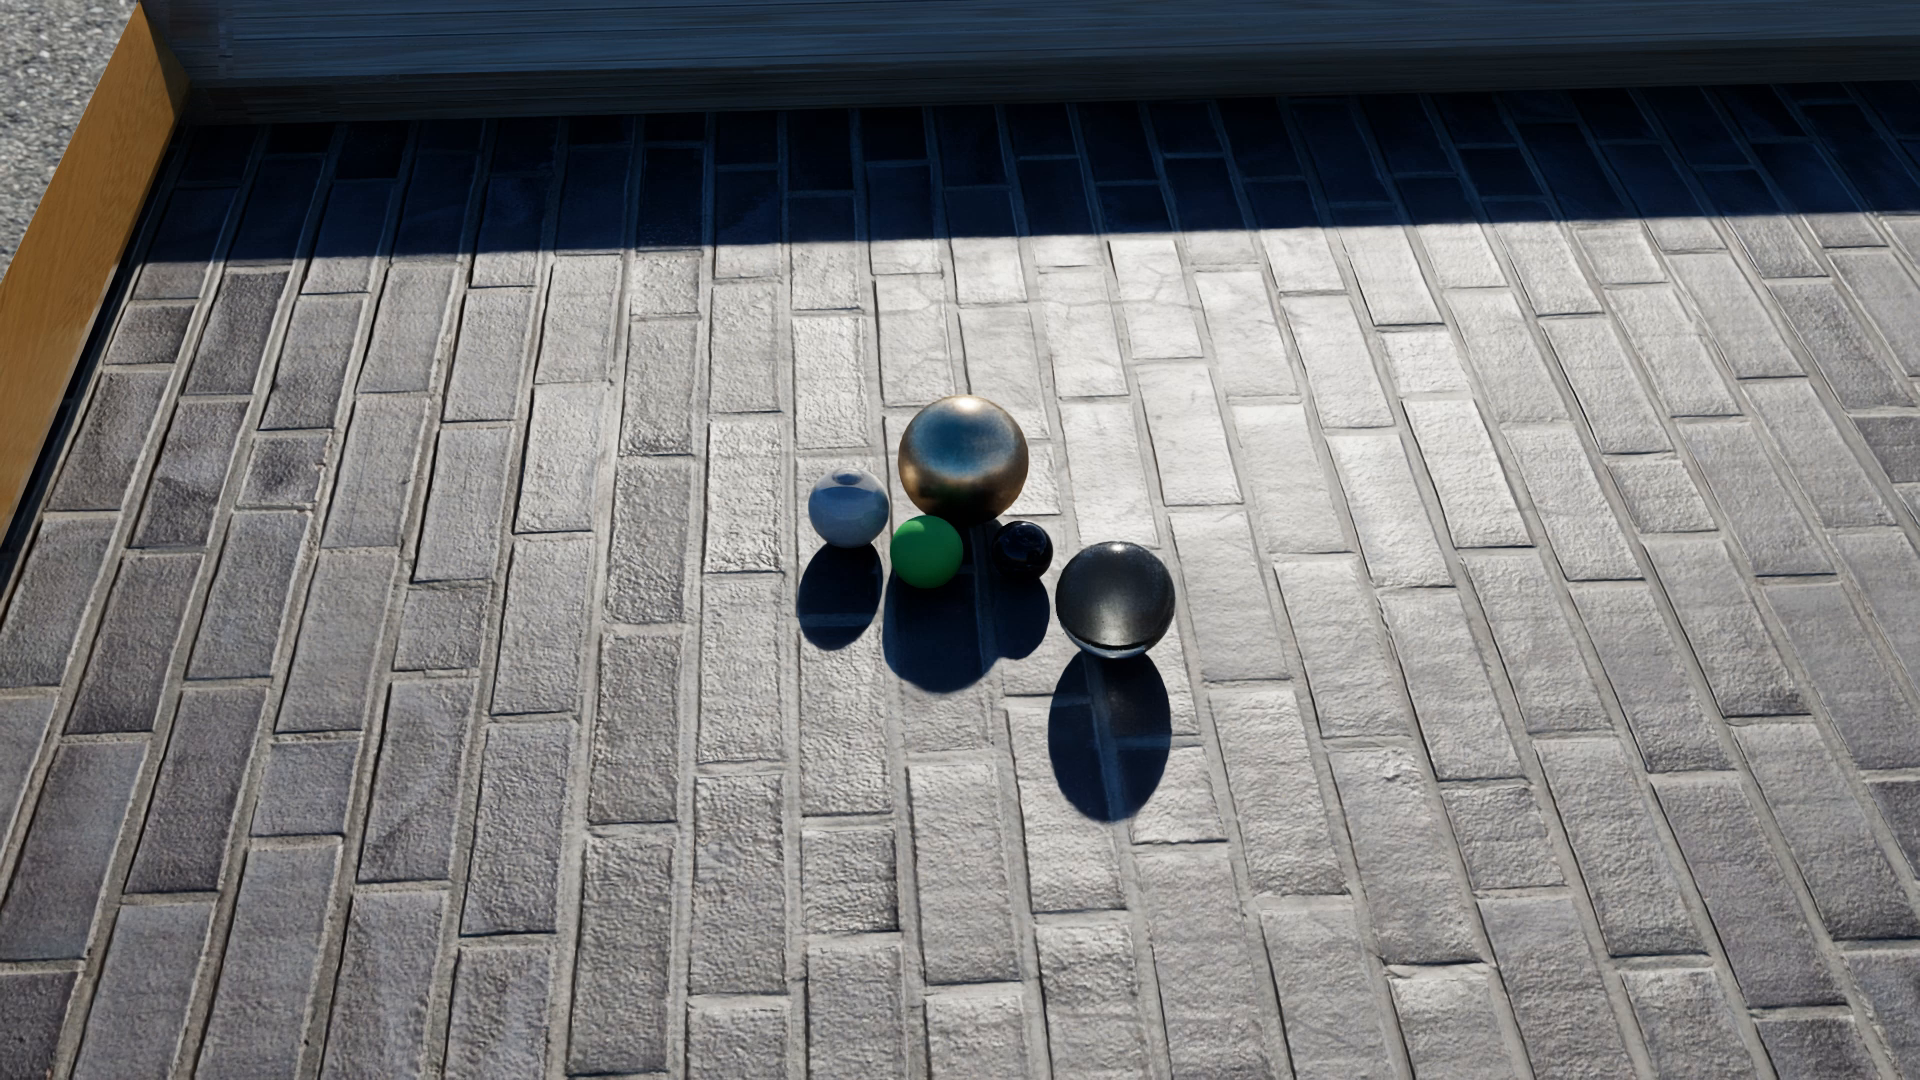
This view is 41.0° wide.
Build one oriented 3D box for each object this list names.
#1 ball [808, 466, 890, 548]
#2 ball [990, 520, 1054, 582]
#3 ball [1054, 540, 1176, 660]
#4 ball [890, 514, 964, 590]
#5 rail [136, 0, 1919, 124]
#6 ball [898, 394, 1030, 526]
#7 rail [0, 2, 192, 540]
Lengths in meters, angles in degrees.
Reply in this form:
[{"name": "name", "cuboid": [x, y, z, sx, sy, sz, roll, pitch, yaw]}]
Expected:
[{"name": "ball", "cuboid": [-0.078, -0.023, 1.797, 0.058, 0.058, 0.058, 0, 36, 0]}, {"name": "ball", "cuboid": [0.043, 0.008, 1.767, 0.044, 0.044, 0.044, 0, 36, 0]}, {"name": "ball", "cuboid": [0.102, 0.039, 1.691, 0.080, 0.080, 0.080, 0, 36, 0]}, {"name": "ball", "cuboid": [-0.023, 0.008, 1.759, 0.051, 0.051, 0.051, 0, 36, 0]}, {"name": "rail", "cuboid": [0.642, -0.464, 2.357, 2.746, 0.121, 0.045, -2, 36, -3]}, {"name": "ball", "cuboid": [0.002, -0.056, 1.813, 0.093, 0.093, 0.093, 0, 36, 0]}, {"name": "rail", "cuboid": [-0.662, 0.000, 1.709, 0.045, 0.121, 1.480, -2, 36, -3]}]
